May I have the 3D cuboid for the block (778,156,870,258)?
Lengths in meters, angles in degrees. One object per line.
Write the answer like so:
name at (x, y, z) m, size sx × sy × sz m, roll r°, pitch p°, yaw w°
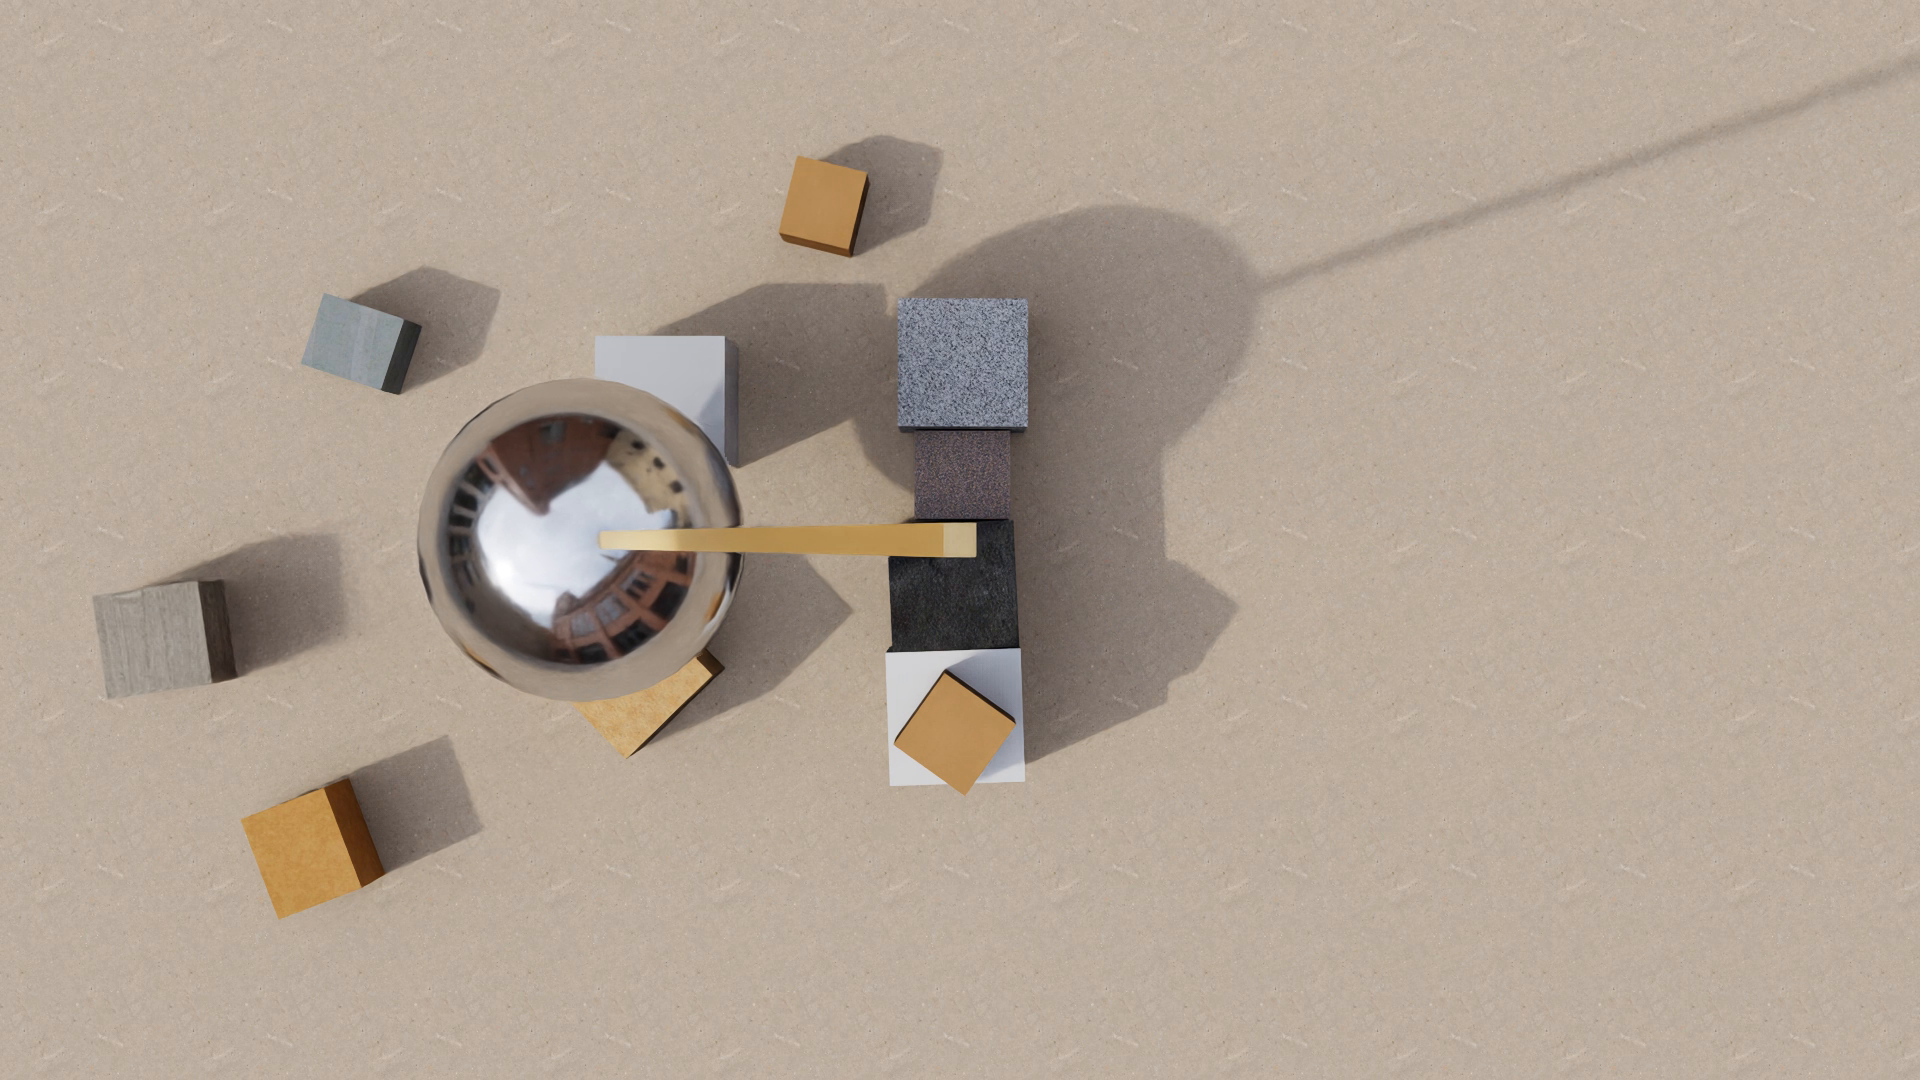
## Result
block at (-0.786, -1.935, 12.803) m, size 0.413 × 0.394 × 0.454 m, roll 14°, pitch 90°, yaw 0°

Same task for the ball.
ball at (-1.856, 0.000, 10.835) m, size 1.600 × 1.600 × 1.600 m, roll 0°, pitch 90°, yaw 0°

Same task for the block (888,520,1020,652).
block at (-0.039, 0.257, 12.602) m, size 0.706 × 0.795 × 0.702 m, roll -3°, pitch 90°, yaw 0°

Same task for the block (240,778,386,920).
block at (-3.741, 1.781, 12.741) m, size 0.505 × 0.518 × 0.609 m, roll -21°, pitch 90°, yaw 0°

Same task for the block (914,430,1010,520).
block at (0.014, -0.371, 12.739) m, size 0.544 × 0.523 × 0.501 m, roll 0°, pitch 90°, yaw 0°

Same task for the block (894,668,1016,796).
block at (-0.028, 1.043, 12.010) m, size 0.473 × 0.438 × 0.473 m, roll 36°, pitch 90°, yaw 0°

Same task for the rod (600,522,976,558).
rod at (-0.804, 0.000, 7.602) m, size 0.080 × 5.200 × 0.080 m, roll 0°, pitch 90°, yaw -18°

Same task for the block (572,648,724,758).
block at (-1.891, 0.724, 12.659) m, size 0.676 × 0.682 × 0.749 m, roll -44°, pitch 90°, yaw 0°

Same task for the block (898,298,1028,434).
block at (0.016, -0.988, 12.611) m, size 0.723 × 0.777 × 0.711 m, roll 0°, pitch 90°, yaw 0°

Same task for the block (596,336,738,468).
block at (-1.669, -0.779, 12.614) m, size 0.721 × 0.772 × 0.713 m, roll 0°, pitch 90°, yaw 0°

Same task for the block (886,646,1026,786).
block at (-0.026, 0.985, 12.614) m, size 0.752 × 0.772 × 0.741 m, roll -2°, pitch 90°, yaw 0°

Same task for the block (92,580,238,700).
block at (-4.582, 0.568, 12.699) m, size 0.583 × 0.559 × 0.590 m, roll -8°, pitch 90°, yaw -4°

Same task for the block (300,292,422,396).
block at (-3.476, -1.136, 12.790) m, size 0.483 × 0.421 × 0.430 m, roll 18°, pitch 90°, yaw 0°
